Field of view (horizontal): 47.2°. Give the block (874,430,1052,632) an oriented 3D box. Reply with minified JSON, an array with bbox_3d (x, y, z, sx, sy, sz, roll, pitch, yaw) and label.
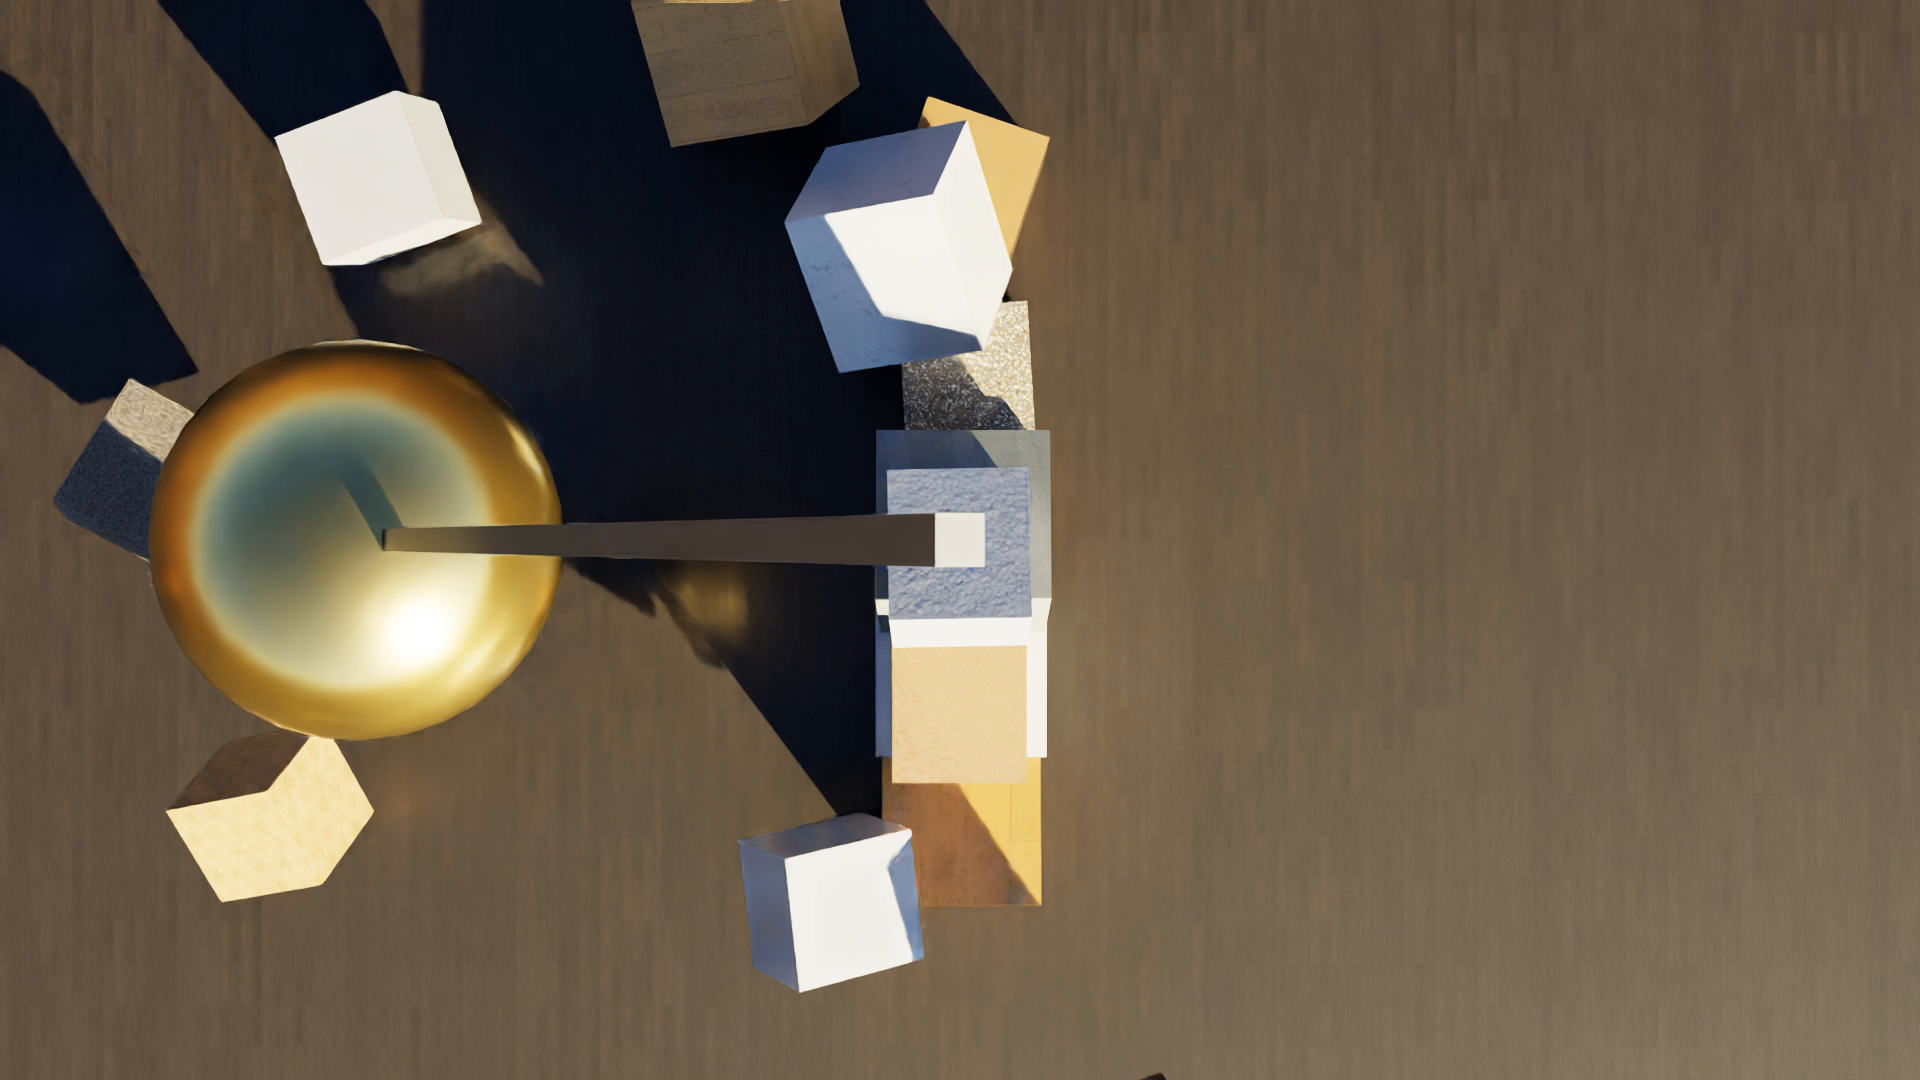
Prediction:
[{"bbox_3d":[0.016,-0.030,11.633,0.891,0.898,0.884,0,76,0],"label":"block"}]

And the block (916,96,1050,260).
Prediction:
[{"bbox_3d":[0.046,-2.017,12.616,0.716,0.768,0.713,19,90,0],"label":"block"}]

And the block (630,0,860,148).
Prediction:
[{"bbox_3d":[-1.204,-2.856,12.296,0.846,0.849,0.999,-5,114,21],"label":"block"}]

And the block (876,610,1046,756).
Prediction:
[{"bbox_3d":[0.006,0.734,12.510,0.934,0.980,0.905,0,90,0],"label":"block"}]

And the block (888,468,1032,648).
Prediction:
[{"bbox_3d":[-0.004,0.095,10.786,0.676,0.689,0.736,-1,76,0],"label":"block"}]

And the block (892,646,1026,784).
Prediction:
[{"bbox_3d":[-0.004,0.896,11.726,0.702,0.589,0.739,0,90,0],"label":"block"}]

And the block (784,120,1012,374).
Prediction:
[{"bbox_3d":[-0.307,-1.574,11.808,0.820,0.889,0.921,-7,123,19],"label":"block"}]

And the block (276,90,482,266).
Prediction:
[{"bbox_3d":[-3.283,-2.037,12.479,0.734,0.732,0.736,-19,94,7],"label":"block"}]

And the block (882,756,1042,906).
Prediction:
[{"bbox_3d":[0.009,1.606,12.564,0.874,0.873,0.823,0,90,0],"label":"block"}]

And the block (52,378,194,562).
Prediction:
[{"bbox_3d":[-4.469,-0.319,12.282,0.743,0.680,0.776,30,75,-9],"label":"block"}]

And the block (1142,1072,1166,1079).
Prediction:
[{"bbox_3d":[0.948,3.295,11.486,0.614,0.651,0.636,-17,104,-12],"label":"block"}]

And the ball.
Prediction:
[{"bbox_3d":[-2.391,0.000,8.774,1.600,1.600,1.600,0,90,0],"label":"ball"}]

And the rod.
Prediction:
[{"bbox_3d":[-1.036,0.000,5.655,0.080,5.200,0.080,0,90,-23],"label":"rod"}]

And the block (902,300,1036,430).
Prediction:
[{"bbox_3d":[0.036,-0.947,12.638,0.724,0.724,0.731,-4,90,0],"label":"block"}]

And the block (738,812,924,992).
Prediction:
[{"bbox_3d":[-0.692,1.928,11.807,0.744,0.579,0.713,-9,98,-29],"label":"block"}]

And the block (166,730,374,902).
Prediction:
[{"bbox_3d":[-3.561,1.405,11.388,0.631,0.616,0.592,-12,116,20],"label":"block"}]
